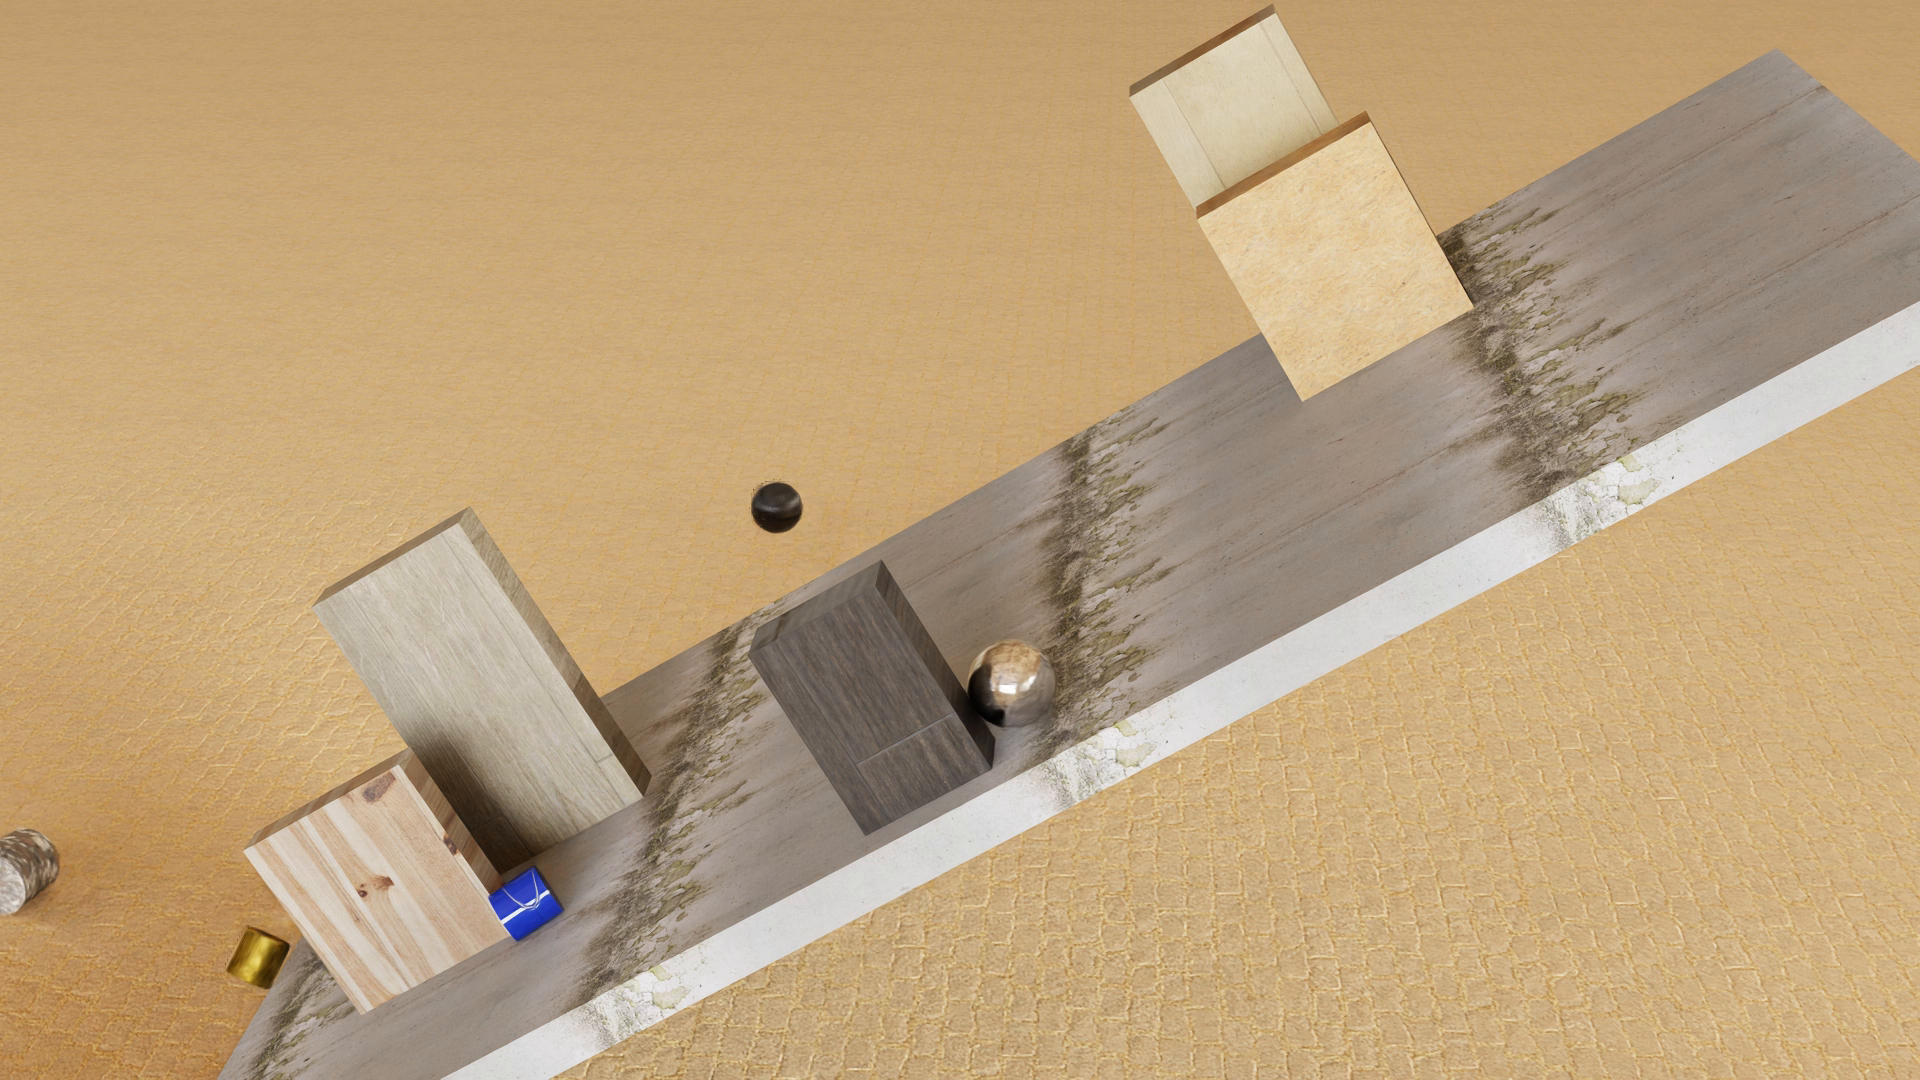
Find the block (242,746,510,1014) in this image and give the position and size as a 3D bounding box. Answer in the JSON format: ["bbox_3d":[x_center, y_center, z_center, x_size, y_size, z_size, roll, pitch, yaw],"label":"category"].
[{"bbox_3d":[-1.207,0.718,6.175,0.397,0.437,0.096,-29,15,12],"label":"block"}]

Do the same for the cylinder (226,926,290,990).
[{"bbox_3d":[-1.616,0.963,6.777,0.109,0.109,0.109,25,-7,3],"label":"cylinder"}]

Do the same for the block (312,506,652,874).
[{"bbox_3d":[-1.051,0.338,6.500,0.390,0.737,0.120,-29,15,12],"label":"block"}]

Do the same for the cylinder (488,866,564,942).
[{"bbox_3d":[-0.897,0.751,6.079,0.113,0.113,0.113,-33,25,-5],"label":"cylinder"}]

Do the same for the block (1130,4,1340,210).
[{"bbox_3d":[0.727,-0.832,6.784,0.377,0.691,0.144,-29,15,12],"label":"block"}]

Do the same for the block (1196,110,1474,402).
[{"bbox_3d":[0.807,-0.611,6.350,0.418,0.465,0.129,-29,15,12],"label":"block"}]

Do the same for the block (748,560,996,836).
[{"bbox_3d":[-0.161,0.294,5.467,0.274,0.415,0.143,-29,15,12],"label":"block"}]

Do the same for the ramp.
[{"bbox_3d":[0.142,0.168,6.286,4.000,0.100,2.000,-29,15,12],"label":"ramp"}]

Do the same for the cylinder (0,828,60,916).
[{"bbox_3d":[-2.379,0.833,7.393,0.164,0.164,0.164,5,20,14],"label":"cylinder"}]

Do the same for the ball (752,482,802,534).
[{"bbox_3d":[-0.630,-0.111,10.124,0.178,0.178,0.178,0,19,0],"label":"ball"}]

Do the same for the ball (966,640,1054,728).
[{"bbox_3d":[0.095,0.271,5.517,0.165,0.165,0.165,0,19,0],"label":"ball"}]
